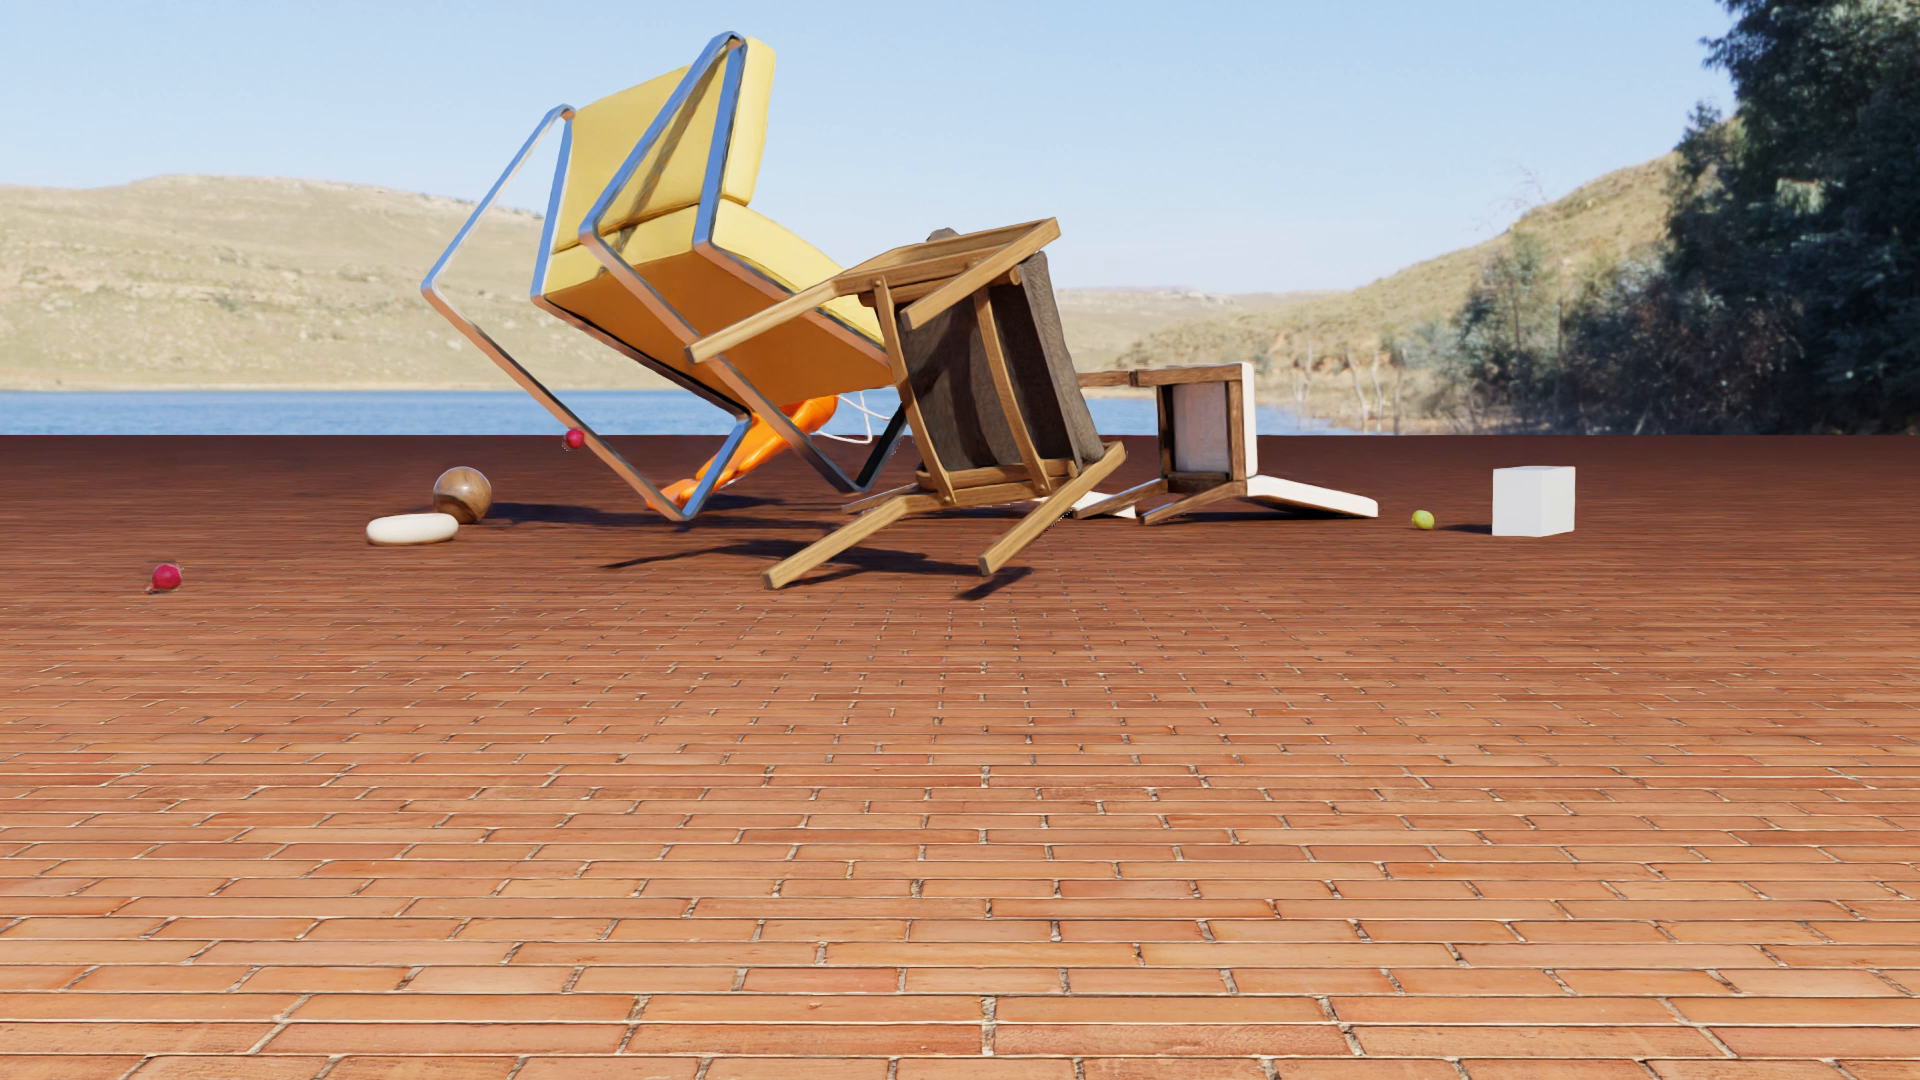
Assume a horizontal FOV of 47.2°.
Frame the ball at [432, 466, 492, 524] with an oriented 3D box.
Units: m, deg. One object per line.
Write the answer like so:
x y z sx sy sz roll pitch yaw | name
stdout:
-1.650 -0.148 7.296 0.192 0.192 0.192 0 4 0 | ball

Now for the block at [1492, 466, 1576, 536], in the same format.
1.794 -0.123 6.867 0.150 0.202 0.357 2 5 31 | block

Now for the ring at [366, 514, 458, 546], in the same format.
-1.598 -0.030 6.420 0.180 0.079 0.360 1 5 25 | ring
